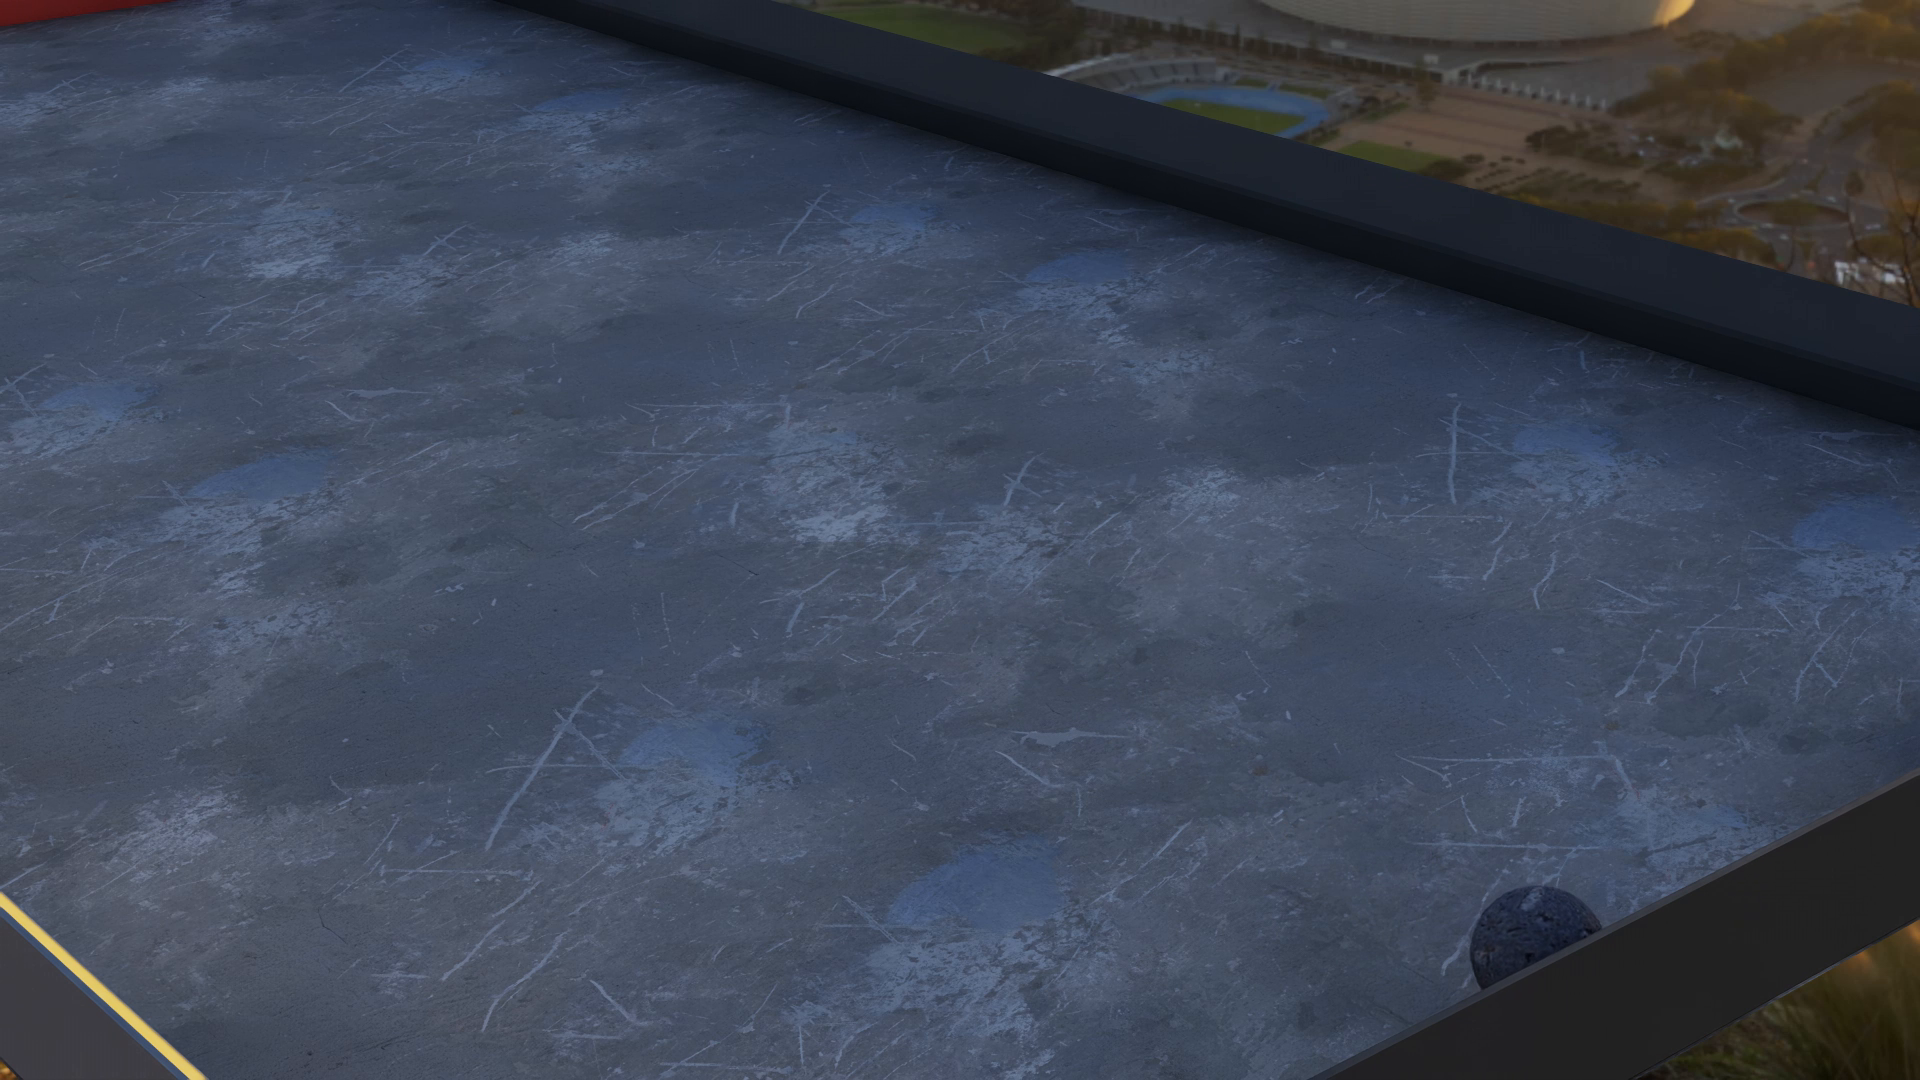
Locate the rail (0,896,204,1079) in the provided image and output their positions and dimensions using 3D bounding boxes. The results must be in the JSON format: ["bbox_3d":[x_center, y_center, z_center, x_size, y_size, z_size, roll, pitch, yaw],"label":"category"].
[{"bbox_3d":[-1.233,-0.050,2.503,0.045,0.116,3.386,-18,28,-37],"label":"rail"}]

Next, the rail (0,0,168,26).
[{"bbox_3d":[-1.622,-0.755,4.220,1.847,0.116,0.045,-18,28,-37],"label":"rail"}]

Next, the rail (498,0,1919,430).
[{"bbox_3d":[0.142,-0.491,3.575,0.045,0.116,3.386,-18,28,-37],"label":"rail"}]

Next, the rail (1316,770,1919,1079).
[{"bbox_3d":[0.530,0.214,1.858,1.847,0.116,0.045,-18,28,-37],"label":"rail"}]

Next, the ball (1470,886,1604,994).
[{"bbox_3d":[0.355,0.254,1.806,0.084,0.084,0.084,0,22,0],"label":"ball"}]
